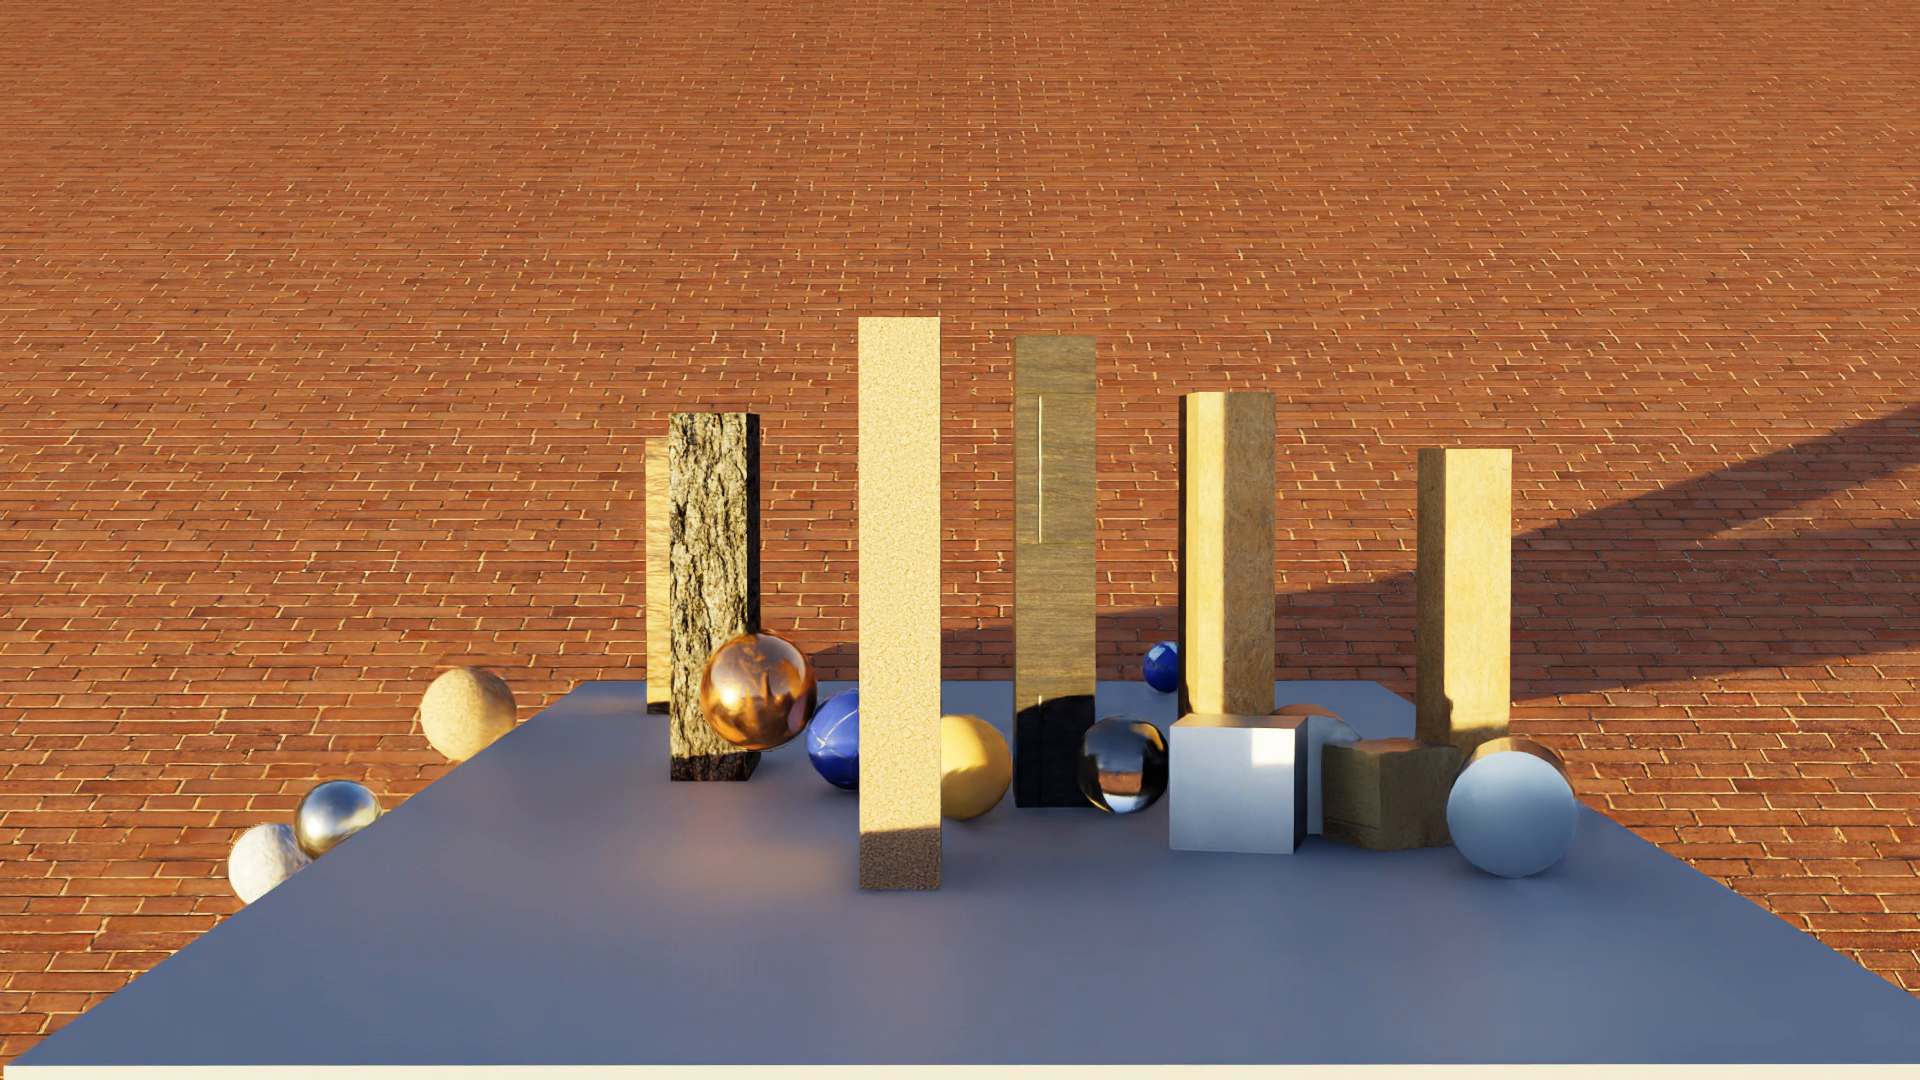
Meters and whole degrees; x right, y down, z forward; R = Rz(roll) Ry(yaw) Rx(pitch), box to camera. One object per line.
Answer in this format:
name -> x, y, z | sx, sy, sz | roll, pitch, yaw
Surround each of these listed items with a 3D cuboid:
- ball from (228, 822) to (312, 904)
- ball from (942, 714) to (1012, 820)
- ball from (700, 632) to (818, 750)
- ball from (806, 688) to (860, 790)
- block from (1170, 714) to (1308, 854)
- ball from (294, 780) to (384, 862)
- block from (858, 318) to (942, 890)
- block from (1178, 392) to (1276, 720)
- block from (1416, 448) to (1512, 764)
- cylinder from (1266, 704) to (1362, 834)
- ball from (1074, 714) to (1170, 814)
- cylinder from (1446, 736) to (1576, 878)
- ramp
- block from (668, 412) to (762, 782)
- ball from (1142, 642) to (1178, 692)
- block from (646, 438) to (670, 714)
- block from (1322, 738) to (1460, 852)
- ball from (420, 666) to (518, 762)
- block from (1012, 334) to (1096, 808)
ball -> -1.515, 0.722, 5.688 | 0.195, 0.195, 0.195 | 0, 23, 0
ball -> 0.000, 0.368, 4.174 | 0.170, 0.170, 0.170 | 0, 23, 0
ball -> -0.354, 0.266, 4.533 | 0.208, 0.208, 0.208 | 0, 23, 0
ball -> -0.181, 0.350, 4.520 | 0.178, 0.178, 0.178 | 0, 23, 0
block -> 0.427, 0.369, 3.932 | 0.186, 0.186, 0.186 | 1, 2, 14
ball -> -1.180, 0.540, 4.899 | 0.170, 0.170, 0.170 | 0, 23, 0
block -> -0.083, 0.082, 3.666 | 0.110, 0.782, 0.306 | 0, 2, 0
block -> 0.450, 0.098, 4.382 | 0.125, 0.692, 0.375 | 0, 2, 0
block -> 0.806, 0.154, 4.140 | 0.091, 0.600, 0.298 | 0, 2, 0
cylinder -> 0.556, 0.362, 4.110 | 0.186, 0.186, 0.186 | 0, 2, 1
ball -> 0.268, 0.369, 4.239 | 0.162, 0.162, 0.162 | 0, 23, 0
cylinder -> 0.794, 0.382, 3.705 | 0.178, 0.178, 0.178 | 5, 3, 12
ramp -> 0.054, 0.488, 4.541 | 2.000, 0.100, 4.000 | 0, 2, 0
block -> -0.452, 0.097, 4.786 | 0.139, 0.663, 0.320 | 0, 2, 0
ball -> 0.504, 0.308, 6.240 | 0.124, 0.124, 0.124 | 0, 23, 0
block -> -0.655, 0.075, 5.911 | 0.091, 0.618, 0.325 | 0, 2, 0
block -> 0.659, 0.388, 3.939 | 0.149, 0.149, 0.149 | -2, 2, -27
ball -> -1.075, 0.381, 5.637 | 0.208, 0.208, 0.208 | 0, 23, 0
block -> 0.160, 0.048, 4.421 | 0.132, 0.789, 0.251 | 0, 2, 0
